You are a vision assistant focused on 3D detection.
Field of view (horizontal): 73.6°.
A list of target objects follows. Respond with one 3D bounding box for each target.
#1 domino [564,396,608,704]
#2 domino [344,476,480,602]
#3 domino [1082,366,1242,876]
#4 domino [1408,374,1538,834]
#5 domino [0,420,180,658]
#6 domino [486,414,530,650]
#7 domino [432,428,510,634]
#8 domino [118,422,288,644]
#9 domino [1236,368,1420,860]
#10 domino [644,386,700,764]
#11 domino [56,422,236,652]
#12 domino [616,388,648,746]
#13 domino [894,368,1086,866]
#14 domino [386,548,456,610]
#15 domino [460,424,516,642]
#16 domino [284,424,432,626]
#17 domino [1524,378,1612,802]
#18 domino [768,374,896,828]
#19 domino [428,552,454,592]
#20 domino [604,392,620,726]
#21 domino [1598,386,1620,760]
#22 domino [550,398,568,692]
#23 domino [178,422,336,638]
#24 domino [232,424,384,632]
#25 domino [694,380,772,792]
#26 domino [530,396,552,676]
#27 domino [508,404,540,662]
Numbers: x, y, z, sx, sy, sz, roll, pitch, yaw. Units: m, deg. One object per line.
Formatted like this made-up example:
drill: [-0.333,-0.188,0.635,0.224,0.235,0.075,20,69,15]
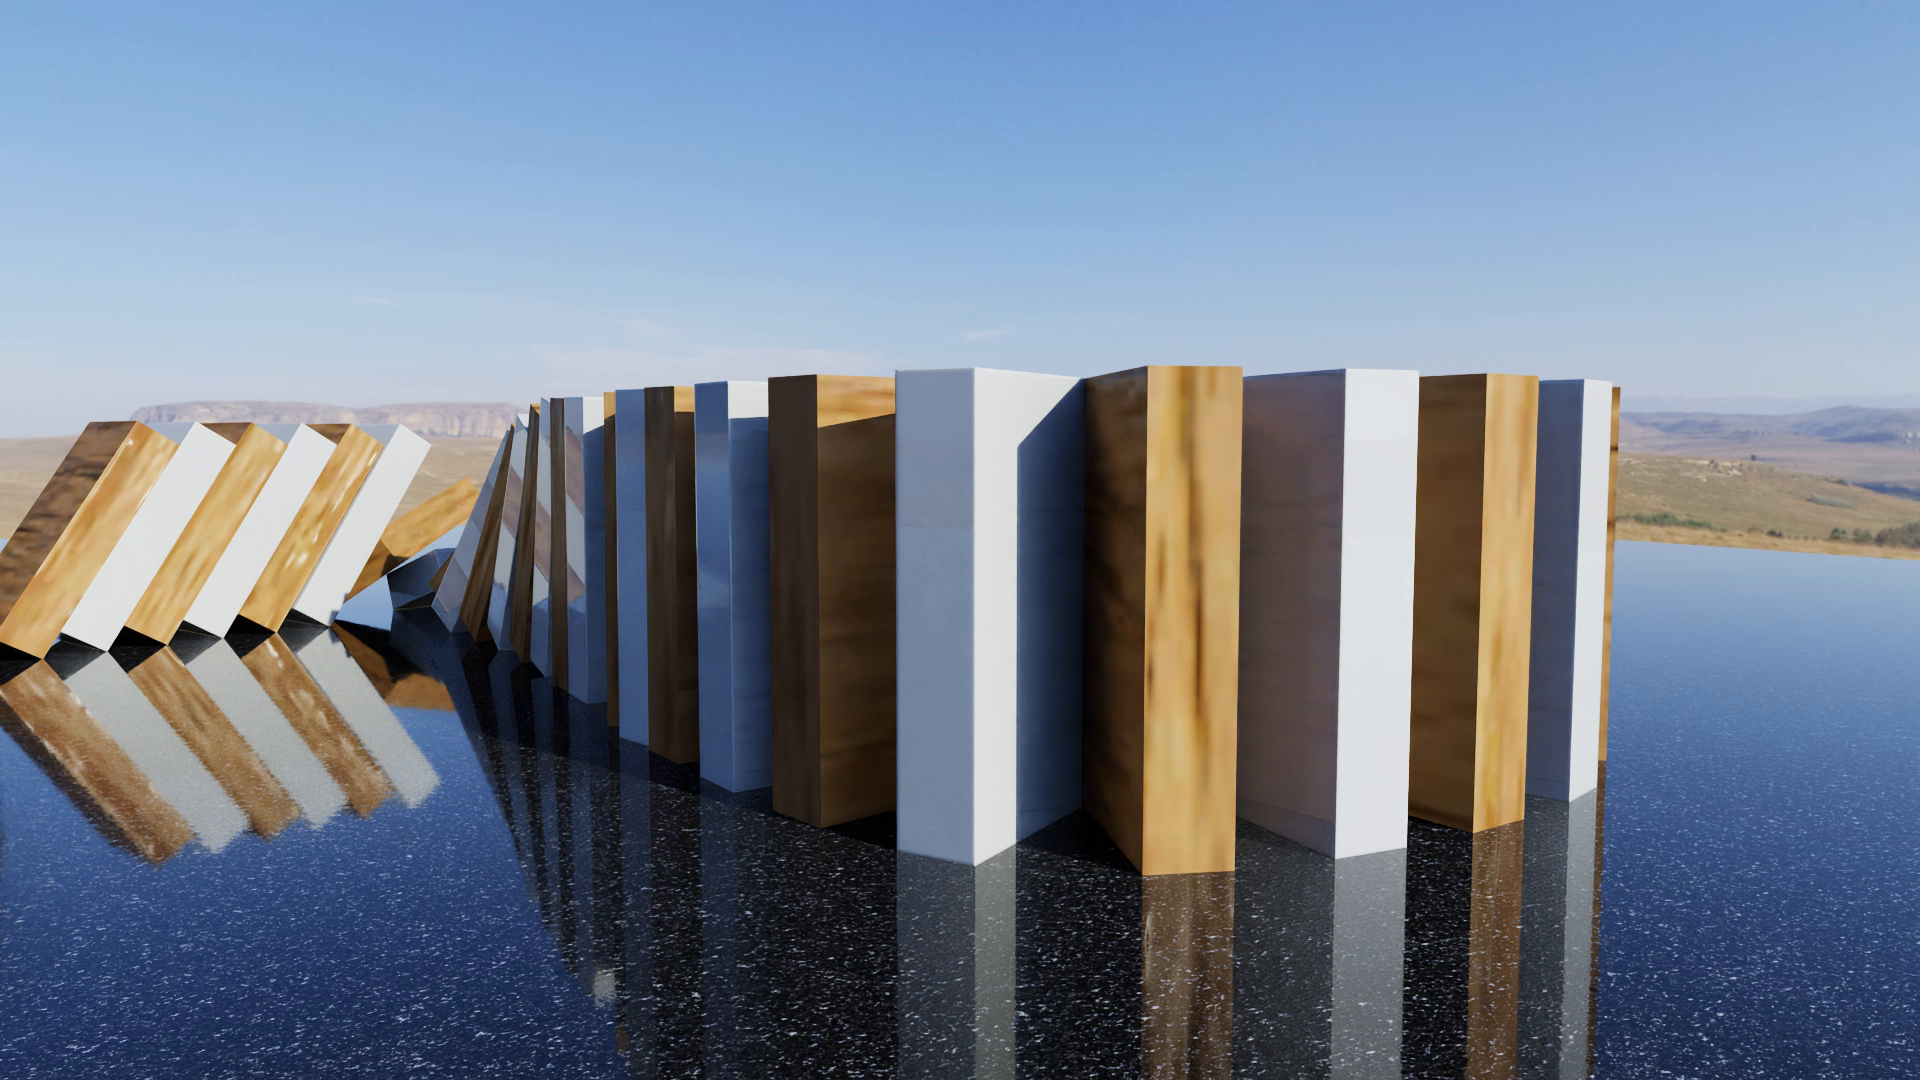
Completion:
domino: [-0.053,0.001,0.219,0.025,0.050,0.010,-3,7,-34]
domino: [-0.147,0.000,0.337,0.025,0.009,0.050,-31,13,14]
domino: [0.021,0.007,0.138,0.010,0.050,0.025,-1,4,-8]
domino: [0.053,0.006,0.152,0.009,0.050,0.025,-3,5,-34]
domino: [-0.186,-0.001,0.267,0.025,0.050,0.009,3,-27,37]
domino: [-0.080,-0.001,0.263,0.025,0.050,0.010,-3,34,-36]
domino: [-0.097,-0.002,0.289,0.010,0.050,0.025,45,27,25]
domino: [-0.172,-0.002,0.285,0.025,0.050,0.010,3,-27,37]
domino: [0.038,0.007,0.143,0.009,0.050,0.025,-2,5,-24]
domino: [-0.030,0.004,0.180,0.025,0.050,0.010,-3,6,-37]
domino: [-0.179,-0.002,0.276,0.025,0.050,0.010,3,-27,37]
domino: [-0.037,0.003,0.189,0.010,0.050,0.025,5,6,42]
domino: [0.004,0.007,0.141,0.010,0.050,0.025,3,5,31]
domino: [-0.122,0.009,0.342,0.025,0.010,0.050,-19,-8,37]
domino: [-0.088,-0.001,0.276,0.025,0.050,0.010,-4,40,-44]
domino: [-0.151,-0.004,0.311,0.025,0.050,0.010,3,-27,36]
domino: [0.067,0.005,0.163,0.025,0.050,0.010,4,6,44]
domino: [-0.009,0.006,0.152,0.025,0.050,0.010,-4,6,-42]
domino: [-0.102,-0.003,0.309,0.010,0.050,0.025,48,15,18]
domino: [-0.046,0.002,0.203,0.009,0.050,0.025,1,5,10]
domino: [0.075,0.004,0.178,0.025,0.050,0.010,1,4,10]
domino: [-0.058,0.000,0.227,0.025,0.050,0.009,-3,7,-34]
domino: [-0.166,-0.003,0.294,0.025,0.050,0.010,3,-27,37]
domino: [-0.159,-0.004,0.303,0.025,0.050,0.010,3,-27,37]
domino: [-0.020,0.005,0.166,0.025,0.050,0.010,-3,5,-36]
domino: [-0.065,-0.001,0.239,0.025,0.050,0.009,-3,17,-34]
domino: [-0.072,-0.001,0.251,0.025,0.050,0.010,-3,27,-34]
